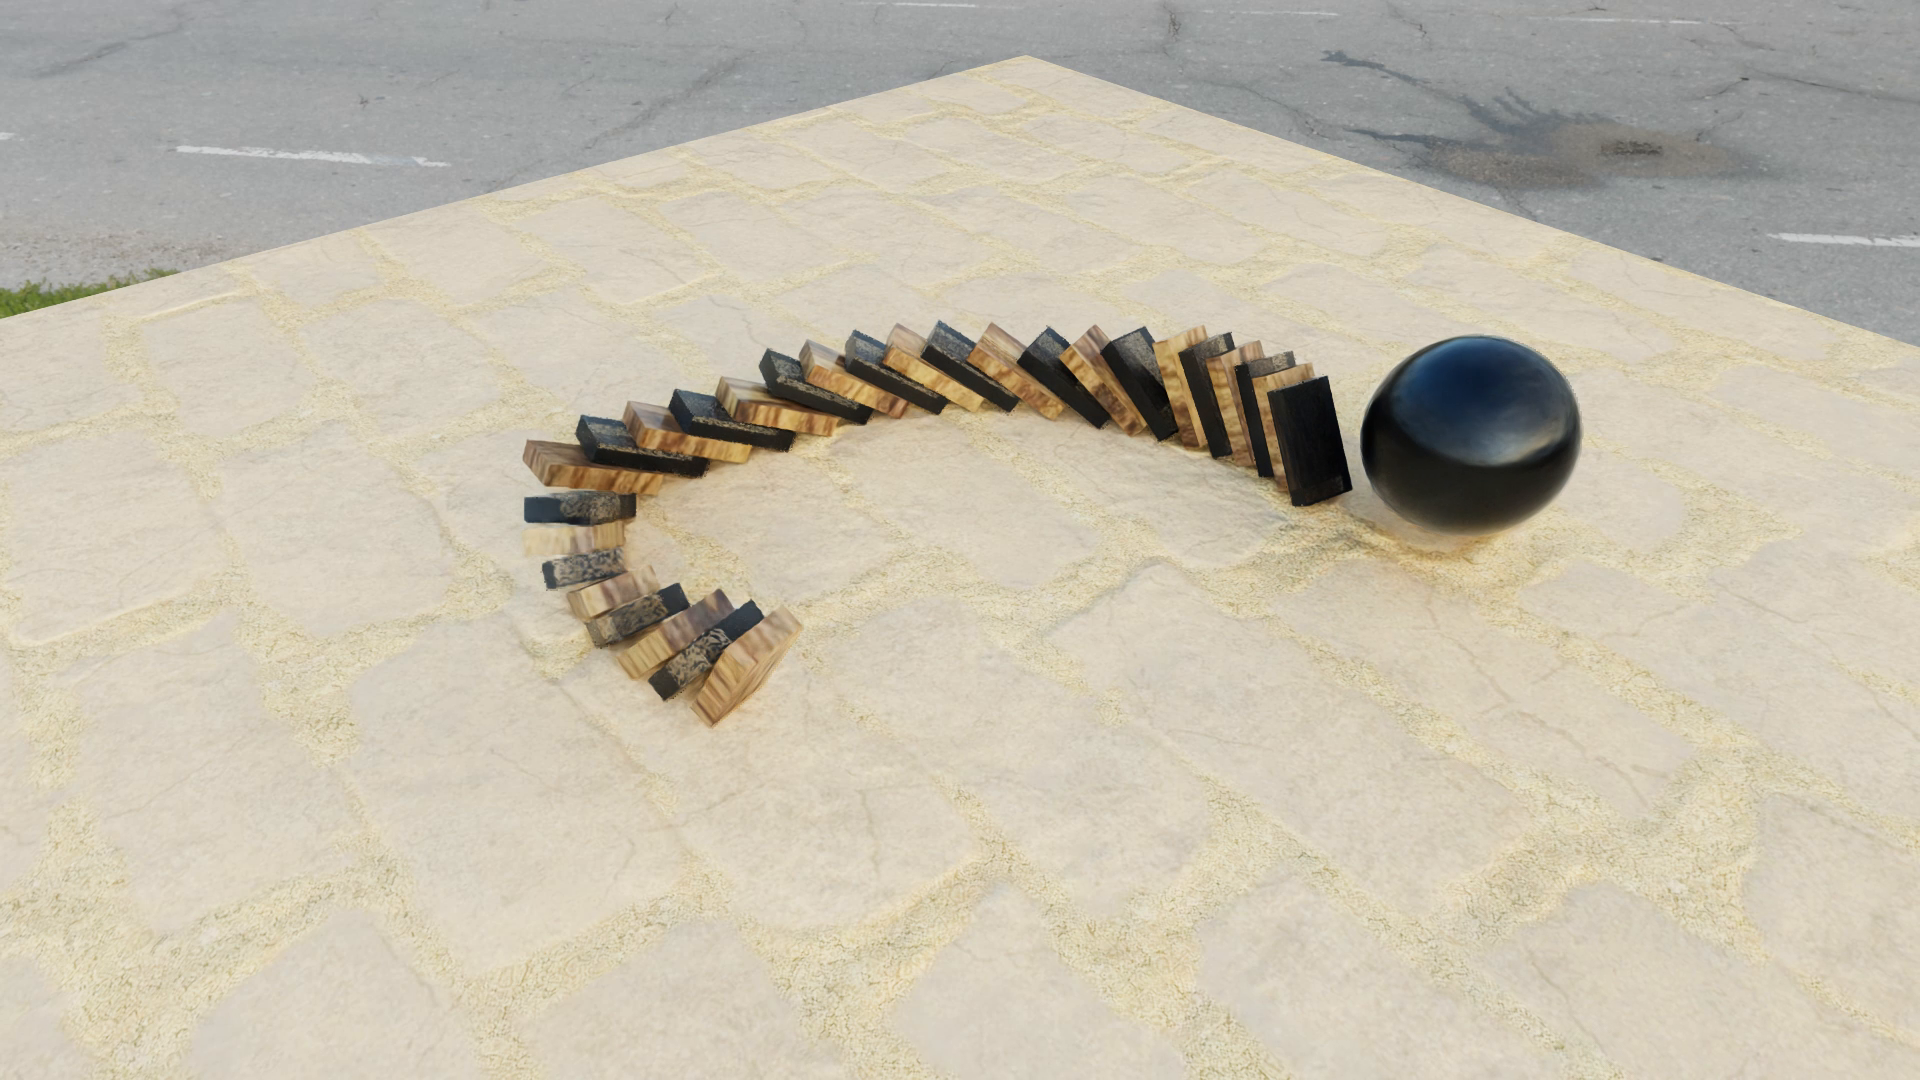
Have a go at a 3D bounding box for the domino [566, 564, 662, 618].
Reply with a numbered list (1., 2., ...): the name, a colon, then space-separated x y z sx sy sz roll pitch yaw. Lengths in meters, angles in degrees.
1. domino: -0.126 0.019 0.398 0.025 0.010 0.050 -22 6 -25

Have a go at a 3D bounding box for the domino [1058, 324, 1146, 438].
1. domino: 0.071 -0.074 0.512 0.050 0.009 0.025 48 49 -3

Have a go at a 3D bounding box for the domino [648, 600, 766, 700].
1. domino: -0.085 0.038 0.370 0.025 0.050 0.010 -39 93 -38

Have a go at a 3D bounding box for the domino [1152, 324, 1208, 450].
1. domino: 0.106 -0.069 0.498 0.025 0.050 0.010 -26 12 -31

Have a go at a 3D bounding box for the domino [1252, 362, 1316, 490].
1. domino: 0.144 -0.049 0.474 0.025 0.050 0.010 -19 9 -21

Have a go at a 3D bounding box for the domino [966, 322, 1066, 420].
1. domino: 0.029 -0.080 0.522 0.050 0.010 0.025 34 42 -7

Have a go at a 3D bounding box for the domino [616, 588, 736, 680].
1. domino: -0.098 0.033 0.377 0.025 0.050 0.009 -37 95 -36

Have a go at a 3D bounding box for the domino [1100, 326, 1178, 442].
1. domino: 0.089 -0.073 0.509 0.025 0.010 0.050 -29 83 -36

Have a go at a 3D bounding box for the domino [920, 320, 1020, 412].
1. domino: 0.007 -0.083 0.524 0.050 0.010 0.025 30 35 -12

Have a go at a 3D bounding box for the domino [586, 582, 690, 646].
1. domino: -0.114 0.027 0.387 0.025 0.010 0.050 -26 5 -28

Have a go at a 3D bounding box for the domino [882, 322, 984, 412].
1. domino: -0.012 -0.082 0.524 0.050 0.010 0.025 27 34 -17

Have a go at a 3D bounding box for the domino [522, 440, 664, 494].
1. domino: -0.154 -0.030 0.461 0.050 0.010 0.025 3 25 -45

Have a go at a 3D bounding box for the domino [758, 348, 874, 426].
1. domino: -0.066 -0.071 0.510 0.050 0.010 0.025 16 28 -34

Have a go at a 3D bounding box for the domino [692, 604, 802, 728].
1. domino: -0.071 0.042 0.362 0.009 0.050 0.025 46 52 5

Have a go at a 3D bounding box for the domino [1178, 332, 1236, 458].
1. domino: 0.117 -0.065 0.493 0.025 0.050 0.010 -28 13 -30

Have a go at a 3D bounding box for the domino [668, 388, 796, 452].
1. domino: -0.102 -0.053 0.491 0.050 0.010 0.025 7 29 -40

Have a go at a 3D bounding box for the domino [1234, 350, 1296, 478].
1. domino: 0.138 -0.055 0.481 0.025 0.050 0.009 -18 9 -21

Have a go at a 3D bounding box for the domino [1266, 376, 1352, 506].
1. domino: 0.148 -0.042 0.465 0.025 0.050 0.009 -18 9 -21

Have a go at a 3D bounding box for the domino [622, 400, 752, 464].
1. domino: -0.120 -0.047 0.483 0.050 0.010 0.025 7 29 -40

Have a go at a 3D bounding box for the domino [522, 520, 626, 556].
1. domino: -0.147 -0.001 0.423 0.025 0.009 0.050 -3 4 -4

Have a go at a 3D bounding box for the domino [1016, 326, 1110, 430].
1. domino: 0.054 -0.077 0.520 0.050 0.009 0.025 39 47 2

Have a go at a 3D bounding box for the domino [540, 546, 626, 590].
1. domino: -0.139 0.010 0.409 0.025 0.009 0.050 -12 3 -14

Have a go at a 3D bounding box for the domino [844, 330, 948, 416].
1. domino: -0.030 -0.079 0.521 0.050 0.010 0.025 23 33 -23

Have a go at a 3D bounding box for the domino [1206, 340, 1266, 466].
1. domino: 0.128 -0.061 0.488 0.025 0.050 0.009 -24 11 -27

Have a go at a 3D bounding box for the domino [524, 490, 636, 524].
1. domino: -0.150 -0.013 0.439 0.025 0.010 0.050 3 6 3

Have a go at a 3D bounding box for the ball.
1. ball: 0.202 -0.041 0.438 0.080 0.080 0.080 0 39 0

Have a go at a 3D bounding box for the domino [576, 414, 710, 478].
1. domino: -0.137 -0.040 0.475 0.050 0.010 0.025 6 29 -40

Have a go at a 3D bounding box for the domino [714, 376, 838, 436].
1. domino: -0.083 -0.061 0.500 0.050 0.010 0.025 5 30 -39

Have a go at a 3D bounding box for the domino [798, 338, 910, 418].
1. domino: -0.050 -0.075 0.515 0.050 0.010 0.025 19 29 -30
